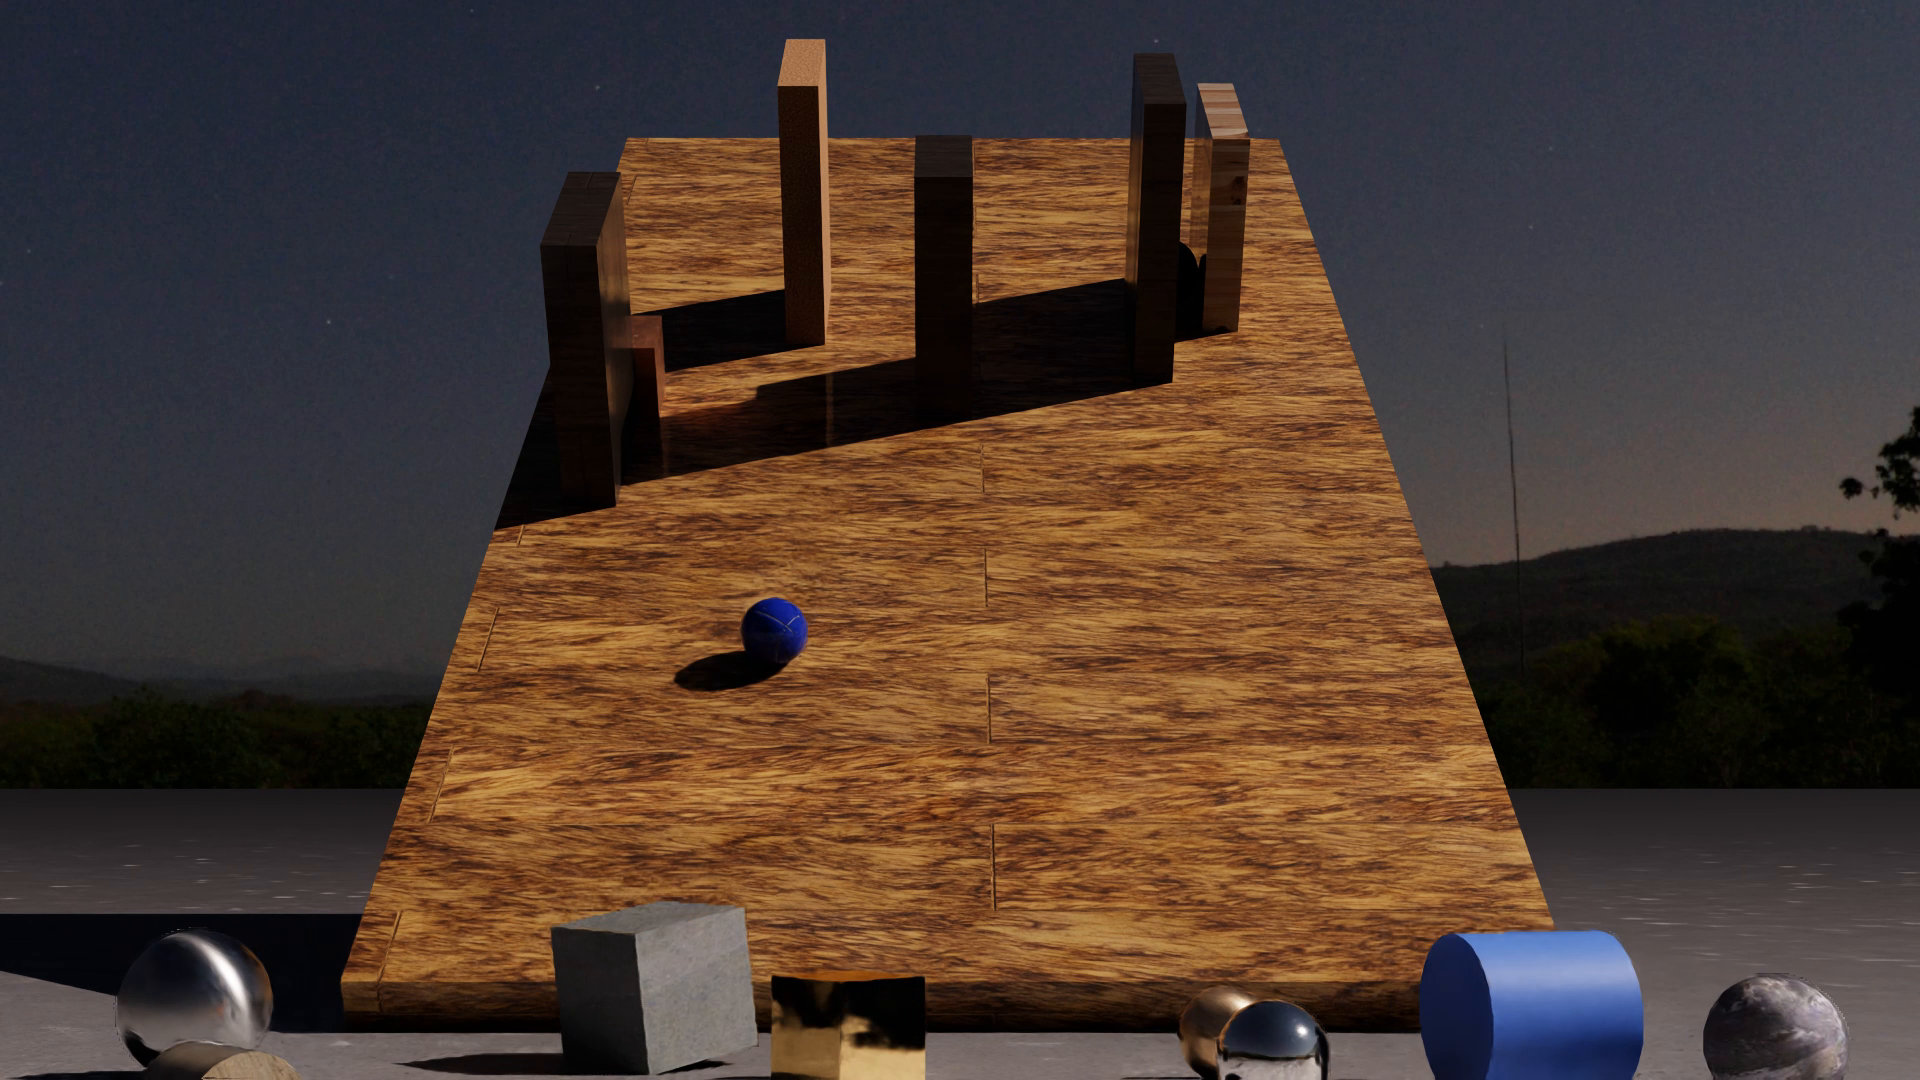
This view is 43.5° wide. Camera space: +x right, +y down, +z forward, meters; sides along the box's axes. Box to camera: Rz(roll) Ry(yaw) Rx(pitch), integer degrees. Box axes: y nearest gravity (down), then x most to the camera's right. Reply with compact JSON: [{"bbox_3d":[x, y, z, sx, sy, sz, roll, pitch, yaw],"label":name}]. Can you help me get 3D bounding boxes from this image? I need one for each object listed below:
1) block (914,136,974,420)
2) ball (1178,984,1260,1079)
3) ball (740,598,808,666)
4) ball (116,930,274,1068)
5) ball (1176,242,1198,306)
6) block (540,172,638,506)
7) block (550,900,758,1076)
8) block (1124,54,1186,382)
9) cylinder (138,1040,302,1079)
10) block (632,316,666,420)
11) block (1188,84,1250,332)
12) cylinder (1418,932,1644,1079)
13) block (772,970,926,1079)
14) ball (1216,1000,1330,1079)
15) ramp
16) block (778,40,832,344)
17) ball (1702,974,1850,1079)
[{"bbox_3d":[-0.038,-0.616,5.657,0.132,0.607,0.275,0,29,0],"label":"block"},{"bbox_3d":[0.360,0.667,3.242,0.131,0.131,0.131,0,-6,0],"label":"ball"},{"bbox_3d":[-0.365,0.180,4.715,0.134,0.134,0.134,0,-6,0],"label":"ball"},{"bbox_3d":[-1.040,0.633,3.270,0.204,0.204,0.204,0,-6,0],"label":"ball"},{"bbox_3d":[0.525,-0.693,6.230,0.186,0.186,0.186,0,-6,0],"label":"ball"},{"bbox_3d":[-0.817,-0.449,5.342,0.117,0.618,0.433,0,29,0],"label":"block"},{"bbox_3d":[-0.440,0.641,3.462,0.199,0.199,0.199,-5,1,45],"label":"block"},{"bbox_3d":[0.471,-0.784,5.858,0.097,0.708,0.374,0,29,0],"label":"block"},{"bbox_3d":[-0.756,0.585,2.452,0.135,0.135,0.135,5,-8,-41],"label":"cylinder"},{"bbox_3d":[-0.806,-0.411,5.718,0.185,0.185,0.185,0,29,-1],"label":"block"},{"bbox_3d":[0.664,-0.860,6.195,0.092,0.514,0.424,0,29,0],"label":"block"},{"bbox_3d":[0.733,0.610,3.095,0.208,0.208,0.208,3,-6,-16],"label":"cylinder"},{"bbox_3d":[-0.149,0.656,3.209,0.146,0.146,0.146,5,-8,-42],"label":"block"},{"bbox_3d":[0.383,0.633,2.942,0.139,0.139,0.139,0,-6,0],"label":"ball"},{"bbox_3d":[-0.012,-0.216,5.666,2.000,0.100,4.000,0,29,0],"label":"ramp"},{"bbox_3d":[-0.388,-0.876,6.050,0.097,0.675,0.365,0,29,0],"label":"block"},{"bbox_3d":[0.995,0.616,2.933,0.170,0.170,0.170,0,-6,0],"label":"ball"}]
